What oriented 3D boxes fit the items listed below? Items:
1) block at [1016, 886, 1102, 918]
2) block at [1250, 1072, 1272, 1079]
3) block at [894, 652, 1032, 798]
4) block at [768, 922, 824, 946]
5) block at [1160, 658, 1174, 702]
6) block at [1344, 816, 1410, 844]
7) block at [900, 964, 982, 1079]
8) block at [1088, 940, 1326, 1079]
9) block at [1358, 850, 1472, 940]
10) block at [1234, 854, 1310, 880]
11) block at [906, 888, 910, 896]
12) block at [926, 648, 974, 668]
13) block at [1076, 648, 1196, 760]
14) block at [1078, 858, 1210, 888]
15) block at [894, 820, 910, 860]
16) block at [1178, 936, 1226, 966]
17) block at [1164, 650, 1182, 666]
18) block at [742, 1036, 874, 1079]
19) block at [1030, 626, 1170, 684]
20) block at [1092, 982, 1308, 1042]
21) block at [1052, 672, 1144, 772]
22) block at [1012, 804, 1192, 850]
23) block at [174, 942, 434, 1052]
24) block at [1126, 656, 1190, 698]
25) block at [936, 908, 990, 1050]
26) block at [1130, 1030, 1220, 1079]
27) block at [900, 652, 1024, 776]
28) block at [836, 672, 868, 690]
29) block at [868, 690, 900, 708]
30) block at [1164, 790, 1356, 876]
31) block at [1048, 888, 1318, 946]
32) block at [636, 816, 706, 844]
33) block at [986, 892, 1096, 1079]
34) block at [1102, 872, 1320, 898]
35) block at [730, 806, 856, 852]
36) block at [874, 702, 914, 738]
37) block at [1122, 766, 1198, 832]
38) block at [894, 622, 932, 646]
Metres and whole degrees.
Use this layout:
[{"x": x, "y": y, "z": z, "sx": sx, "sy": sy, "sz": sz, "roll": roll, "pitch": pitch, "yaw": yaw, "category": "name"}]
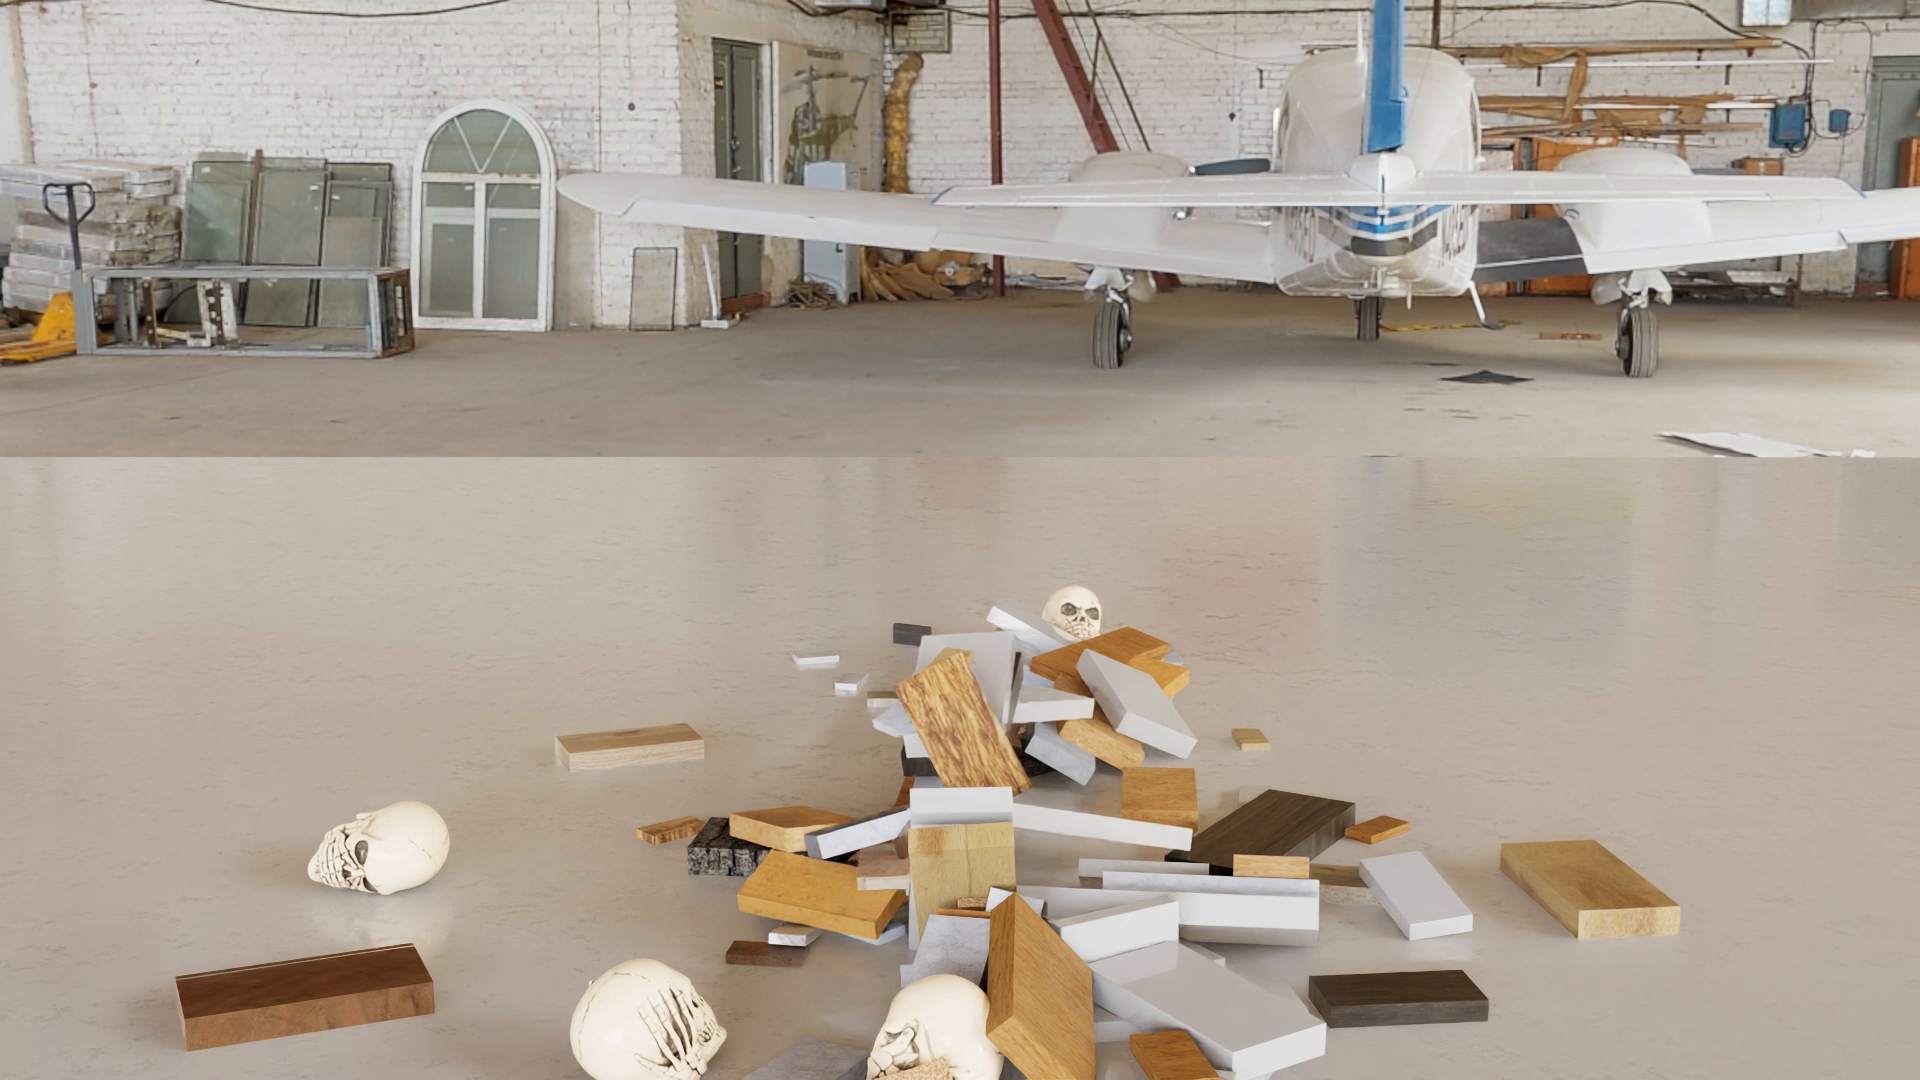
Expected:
[{"x": 0.142, "y": 0.580, "z": 3.522, "sx": 0.179, "sy": 0.025, "sz": 0.090, "roll": 1, "pitch": -25, "yaw": 6, "category": "block"}, {"x": 0.346, "y": 0.706, "z": 2.983, "sx": 0.152, "sy": 0.022, "sz": 0.076, "roll": 4, "pitch": 11, "yaw": 21, "category": "block"}, {"x": 0.004, "y": 0.334, "z": 3.738, "sx": 0.131, "sy": 0.263, "sz": 0.037, "roll": -27, "pitch": -24, "yaw": -3, "category": "block"}, {"x": -0.255, "y": 0.614, "z": 3.439, "sx": 0.059, "sy": 0.017, "sz": 0.117, "roll": 2, "pitch": 1, "yaw": 11, "category": "block"}, {"x": 0.403, "y": 0.305, "z": 5.007, "sx": 0.130, "sy": 0.037, "sz": 0.281, "roll": 0, "pitch": 18, "yaw": -2, "category": "block"}, {"x": 0.755, "y": 0.524, "z": 3.977, "sx": 0.116, "sy": 0.016, "sz": 0.058, "roll": -10, "pitch": 14, "yaw": -43, "category": "block"}, {"x": -0.027, "y": 0.658, "z": 2.993, "sx": 0.099, "sy": 0.028, "sz": 0.197, "roll": -3, "pitch": 36, "yaw": -3, "category": "block"}, {"x": 0.335, "y": 0.651, "z": 3.056, "sx": 0.164, "sy": 0.046, "sz": 0.328, "roll": -8, "pitch": 16, "yaw": -32, "category": "block"}, {"x": 0.735, "y": 0.573, "z": 3.555, "sx": 0.105, "sy": 0.030, "sz": 0.211, "roll": -7, "pitch": 22, "yaw": -10, "category": "block"}, {"x": 0.499, "y": 0.533, "z": 3.509, "sx": 0.116, "sy": 0.033, "sz": 0.231, "roll": 1, "pitch": -14, "yaw": 9, "category": "block"}, {"x": -0.022, "y": 0.513, "z": 3.540, "sx": 0.090, "sy": 0.025, "sz": 0.179, "roll": 3, "pitch": 27, "yaw": 14, "category": "block"}, {"x": -0.026, "y": 0.230, "z": 3.941, "sx": 0.057, "sy": 0.016, "sz": 0.114, "roll": 7, "pitch": 30, "yaw": 27, "category": "block"}, {"x": 0.363, "y": 0.338, "z": 4.573, "sx": 0.168, "sy": 0.048, "sz": 0.336, "roll": 23, "pitch": 13, "yaw": -19, "category": "block"}, {"x": 0.304, "y": 0.557, "z": 3.626, "sx": 0.211, "sy": 0.030, "sz": 0.105, "roll": 1, "pitch": -22, "yaw": 7, "category": "block"}, {"x": -0.031, "y": 0.441, "z": 3.407, "sx": 0.104, "sy": 0.030, "sz": 0.209, "roll": -13, "pitch": -19, "yaw": -18, "category": "block"}, {"x": 0.269, "y": 0.645, "z": 3.284, "sx": 0.231, "sy": 0.033, "sz": 0.116, "roll": -7, "pitch": 13, "yaw": -33, "category": "block"}, {"x": 0.405, "y": 0.291, "z": 5.191, "sx": 0.231, "sy": 0.033, "sz": 0.116, "roll": 0, "pitch": 11, "yaw": 1, "category": "block"}, {"x": -0.450, "y": 0.797, "z": 2.470, "sx": 0.107, "sy": 0.030, "sz": 1.207, "roll": 6, "pitch": 12, "yaw": 28, "category": "block"}, {"x": 0.317, "y": 0.262, "z": 4.935, "sx": 0.116, "sy": 0.033, "sz": 0.397, "roll": 22, "pitch": 21, "yaw": 32, "category": "block"}, {"x": 0.299, "y": 0.674, "z": 3.135, "sx": 0.375, "sy": 0.030, "sz": 0.104, "roll": -2, "pitch": 11, "yaw": -8, "category": "block"}, {"x": 0.277, "y": 0.372, "z": 4.496, "sx": 0.169, "sy": 0.048, "sz": 0.355, "roll": 29, "pitch": 9, "yaw": -6, "category": "block"}, {"x": 0.199, "y": 0.476, "z": 3.676, "sx": 0.372, "sy": 0.037, "sz": 0.131, "roll": 12, "pitch": -9, "yaw": -29, "category": "block"}, {"x": -0.947, "y": 0.657, "z": 3.176, "sx": 0.339, "sy": 0.048, "sz": 0.170, "roll": -5, "pitch": 11, "yaw": -23, "category": "block"}, {"x": 0.384, "y": 0.329, "z": 4.820, "sx": 0.130, "sy": 0.037, "sz": 0.259, "roll": 14, "pitch": 25, "yaw": 30, "category": "block"}, {"x": 0.004, "y": 0.617, "z": 3.096, "sx": 0.099, "sy": 0.028, "sz": 0.197, "roll": 2, "pitch": 54, "yaw": 11, "category": "block"}, {"x": 0.278, "y": 0.681, "z": 2.864, "sx": 0.076, "sy": 0.022, "sz": 0.152, "roll": -2, "pitch": 11, "yaw": -11, "category": "block"}, {"x": 0.008, "y": 0.310, "z": 3.954, "sx": 0.169, "sy": 0.048, "sz": 0.338, "roll": -2, "pitch": 27, "yaw": 11, "category": "block"}, {"x": -0.249, "y": 0.325, "z": 5.057, "sx": 0.050, "sy": 0.014, "sz": 0.100, "roll": 2, "pitch": 11, "yaw": 13, "category": "block"}, {"x": -0.139, "y": 0.353, "z": 4.892, "sx": 0.134, "sy": 0.019, "sz": 0.067, "roll": 0, "pitch": 11, "yaw": -2, "category": "block"}, {"x": 0.533, "y": 0.530, "z": 3.862, "sx": 0.170, "sy": 0.048, "sz": 0.447, "roll": 6, "pitch": 12, "yaw": 30, "category": "block"}, {"x": 0.344, "y": 0.580, "z": 3.378, "sx": 0.405, "sy": 0.047, "sz": 0.167, "roll": 1, "pitch": -19, "yaw": 8, "category": "block"}, {"x": -0.520, "y": 0.525, "z": 3.976, "sx": 0.116, "sy": 0.016, "sz": 0.058, "roll": -9, "pitch": 14, "yaw": -39, "category": "block"}, {"x": 0.109, "y": 0.620, "z": 2.958, "sx": 0.046, "sy": 0.164, "sz": 0.328, "roll": -40, "pitch": 13, "yaw": 14, "category": "block"}, {"x": 0.398, "y": 0.565, "z": 3.495, "sx": 0.334, "sy": 0.047, "sz": 0.167, "roll": 1, "pitch": -14, "yaw": 7, "category": "block"}, {"x": -0.277, "y": 0.486, "z": 3.710, "sx": 0.137, "sy": 0.039, "sz": 0.275, "roll": -3, "pitch": 0, "yaw": -26, "category": "block"}, {"x": -0.090, "y": 0.302, "z": 3.817, "sx": 0.057, "sy": 0.016, "sz": 0.114, "roll": 19, "pitch": 37, "yaw": 41, "category": "block"}, {"x": 0.374, "y": 0.485, "z": 4.130, "sx": 0.137, "sy": 0.039, "sz": 0.275, "roll": 1, "pitch": 11, "yaw": 5, "category": "block"}, {"x": -0.118, "y": 0.235, "z": 5.442, "sx": 0.100, "sy": 0.050, "sz": 0.014, "roll": 5, "pitch": 12, "yaw": 27, "category": "block"}]
